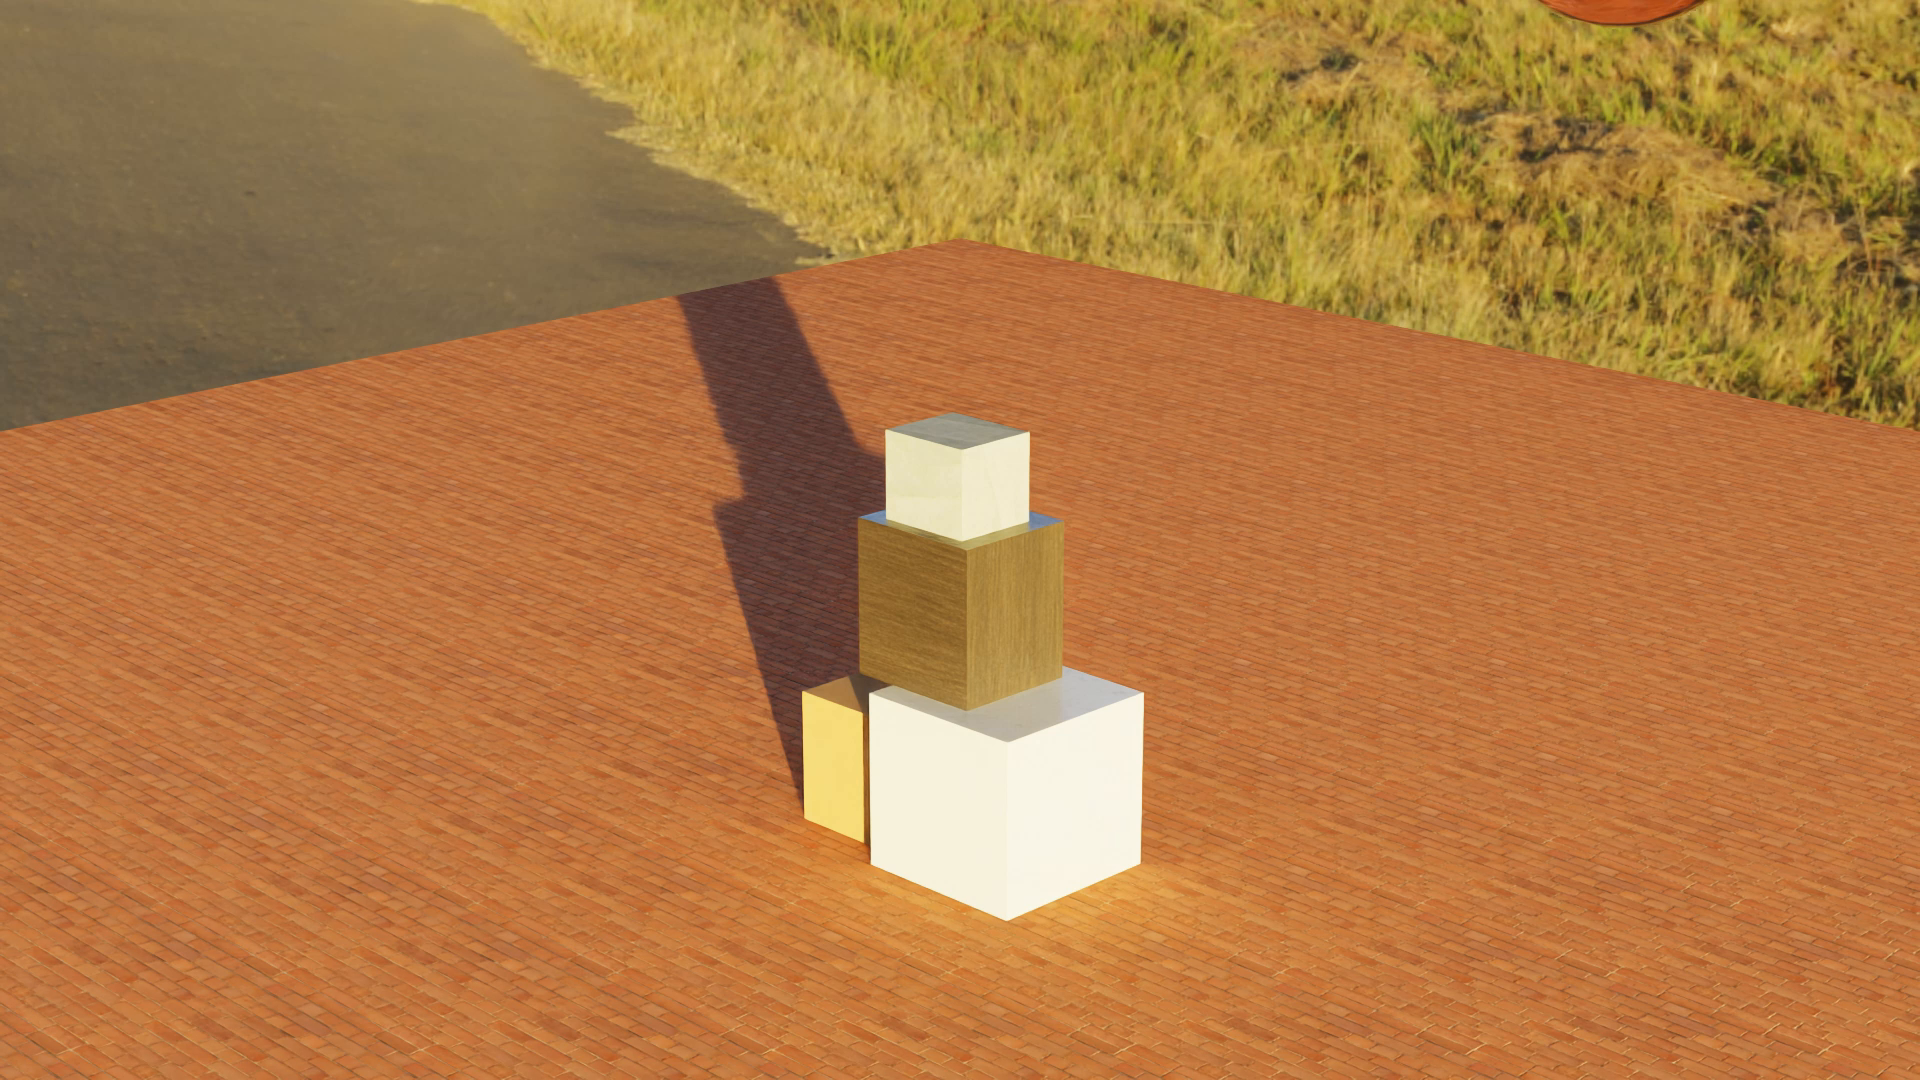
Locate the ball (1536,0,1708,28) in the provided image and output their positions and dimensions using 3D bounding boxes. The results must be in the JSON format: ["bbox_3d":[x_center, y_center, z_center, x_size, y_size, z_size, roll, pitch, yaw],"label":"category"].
[{"bbox_3d":[3.645,-3.612,16.027,1.600,1.600,1.600,0,17,0],"label":"ball"}]

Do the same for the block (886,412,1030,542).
[{"bbox_3d":[-0.012,-0.291,13.238,0.429,0.420,0.485,-17,24,-42],"label":"block"}]

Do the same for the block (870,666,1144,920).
[{"bbox_3d":[0.212,1.097,13.447,0.889,0.844,0.875,-17,24,-42],"label":"block"}]

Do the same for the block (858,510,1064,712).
[{"bbox_3d":[0.004,0.265,13.429,0.624,0.755,0.701,-17,24,-42],"label":"block"}]

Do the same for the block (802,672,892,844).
[{"bbox_3d":[-0.310,1.026,13.995,0.622,0.651,0.612,-17,24,-42],"label":"block"}]
